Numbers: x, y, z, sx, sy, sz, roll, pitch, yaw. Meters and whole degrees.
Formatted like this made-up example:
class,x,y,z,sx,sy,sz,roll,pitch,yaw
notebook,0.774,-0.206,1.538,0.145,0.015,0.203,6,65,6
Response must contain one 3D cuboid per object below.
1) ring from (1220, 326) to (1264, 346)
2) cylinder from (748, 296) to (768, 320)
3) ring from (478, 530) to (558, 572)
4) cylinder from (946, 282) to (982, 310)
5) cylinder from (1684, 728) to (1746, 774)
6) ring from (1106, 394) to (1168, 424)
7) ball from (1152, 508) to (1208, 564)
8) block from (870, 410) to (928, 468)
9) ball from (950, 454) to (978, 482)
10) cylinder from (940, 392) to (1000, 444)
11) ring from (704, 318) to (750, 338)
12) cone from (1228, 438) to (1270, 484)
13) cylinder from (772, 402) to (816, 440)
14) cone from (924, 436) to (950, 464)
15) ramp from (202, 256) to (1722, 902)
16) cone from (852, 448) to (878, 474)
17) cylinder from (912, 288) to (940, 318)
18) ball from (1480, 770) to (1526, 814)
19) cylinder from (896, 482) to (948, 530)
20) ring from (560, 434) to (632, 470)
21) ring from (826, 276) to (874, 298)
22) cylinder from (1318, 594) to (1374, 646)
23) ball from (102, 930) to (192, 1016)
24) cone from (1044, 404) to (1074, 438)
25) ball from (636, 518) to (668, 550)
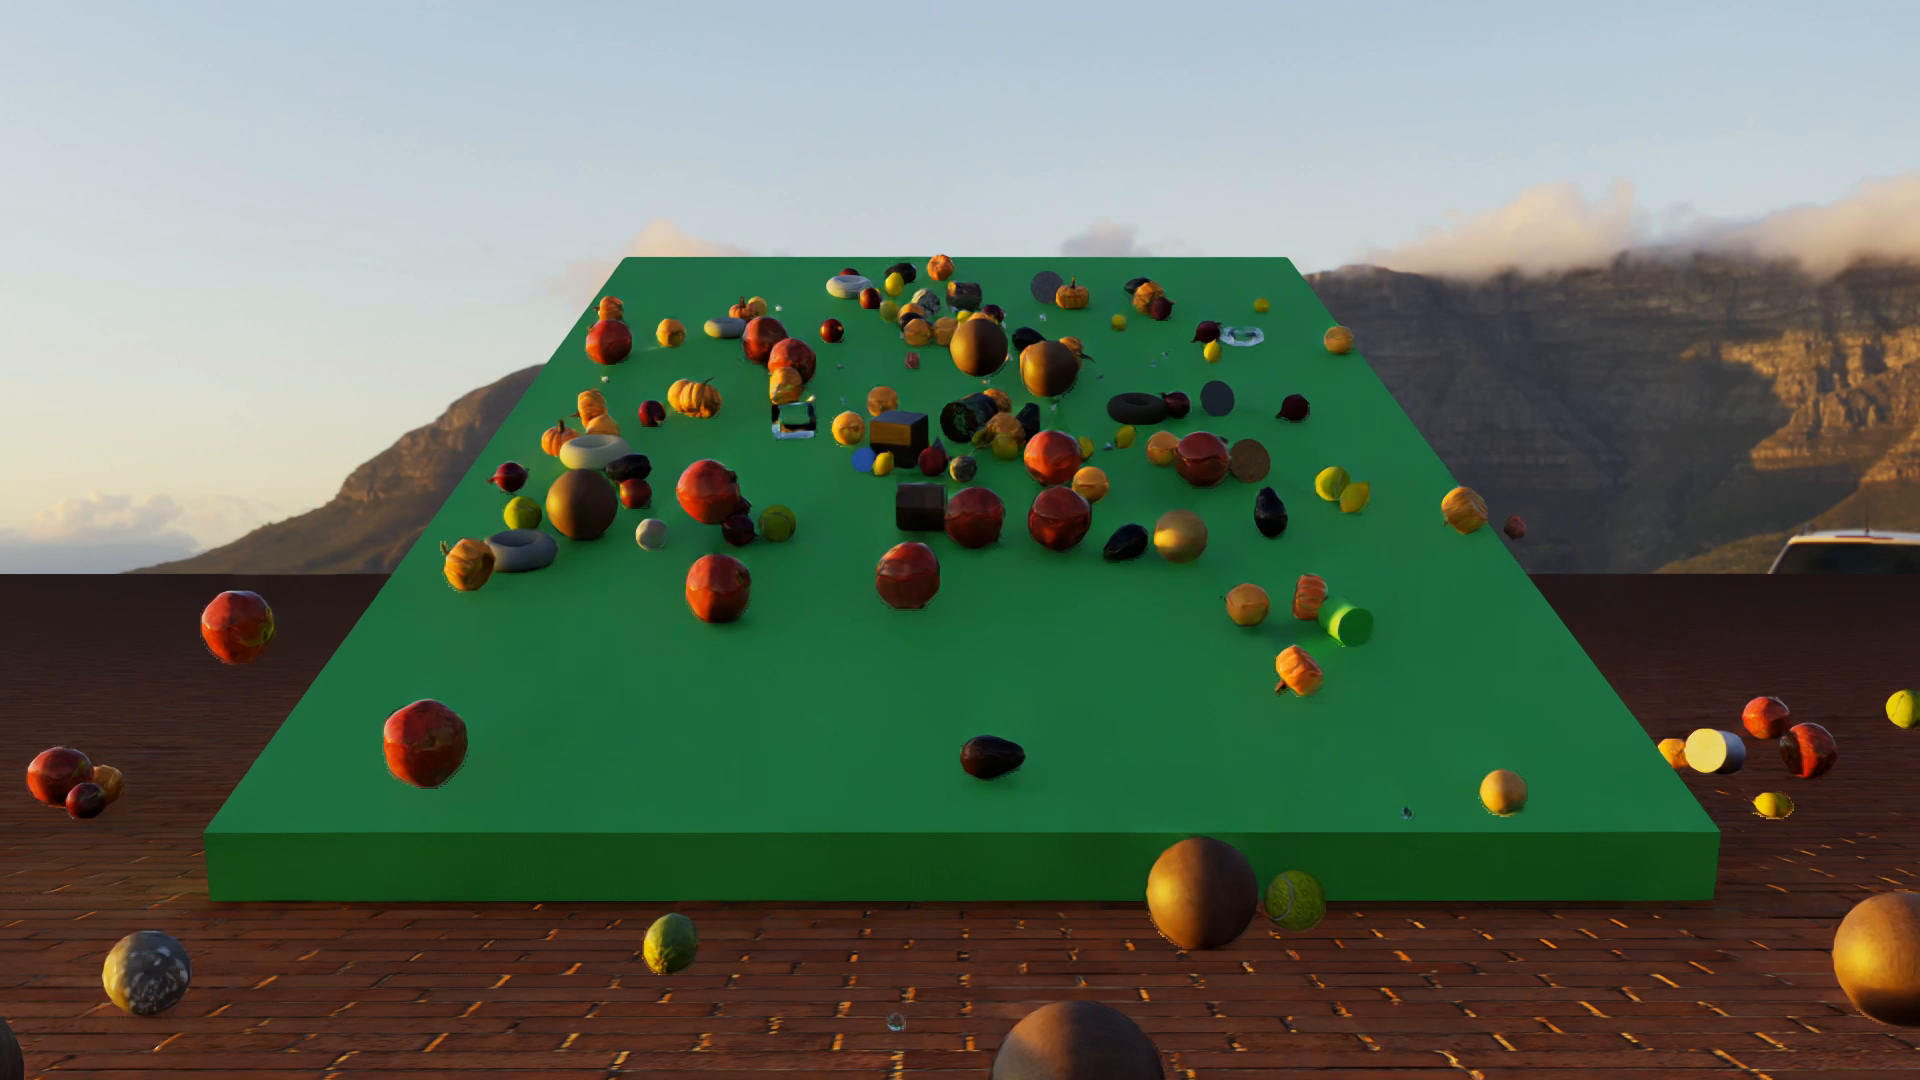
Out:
class,x,y,z,sx,sy,sz,roll,pitch,yaw
ring,0.713,-0.515,5.653,0.112,0.037,0.112,1,17,0
cylinder,-0.537,-0.613,5.925,0.052,0.052,0.052,0,18,-4
ring,-0.789,0.019,3.994,0.139,0.046,0.139,0,20,0
cylinder,0.010,-0.658,6.017,0.073,0.073,0.073,-1,0,-24
cylinder,1.598,0.448,4.733,0.093,0.093,0.093,-1,-8,44
ring,0.392,-0.290,4.947,0.135,0.045,0.135,2,21,-1
ball,0.394,-0.007,3.996,0.098,0.098,0.098,0,-1,0
block,-0.125,-0.208,4.618,0.093,0.093,0.093,7,19,21
ball,0.006,-0.142,4.475,0.056,0.056,0.056,0,-1,0
cylinder,0.021,-0.261,4.783,0.091,0.091,0.091,0,15,33
ring,-0.598,-0.544,5.736,0.116,0.039,0.116,1,18,0
cone,0.564,-0.150,4.526,0.092,0.092,0.092,0,-10,-21
cylinder,-0.356,-0.254,4.774,0.076,0.076,0.076,-4,1,-20
cone,-0.046,-0.190,4.624,0.055,0.055,0.055,0,18,0
ramp,-0.004,-0.187,4.864,2.000,0.100,4.000,0,18,0
cone,-0.190,-0.158,4.575,0.054,0.054,0.054,0,-9,9
cylinder,-0.089,-0.633,5.966,0.065,0.065,0.065,0,18,-11
ball,0.728,0.337,3.000,0.060,0.060,0.060,0,-1,0
cylinder,-0.071,-0.062,4.176,0.088,0.088,0.088,2,-1,5
ring,-0.750,-0.180,4.600,0.146,0.049,0.146,-1,19,0
ring,-0.305,-0.703,6.215,0.131,0.044,0.131,2,21,-1
cylinder,0.624,0.130,3.622,0.066,0.066,0.066,0,17,-22
ball,-0.807,0.430,2.221,0.083,0.083,0.083,0,-1,0
cone,0.213,-0.261,4.823,0.066,0.066,0.066,0,18,0
ball,-0.559,-0.010,4.062,0.059,0.059,0.059,0,-1,0
